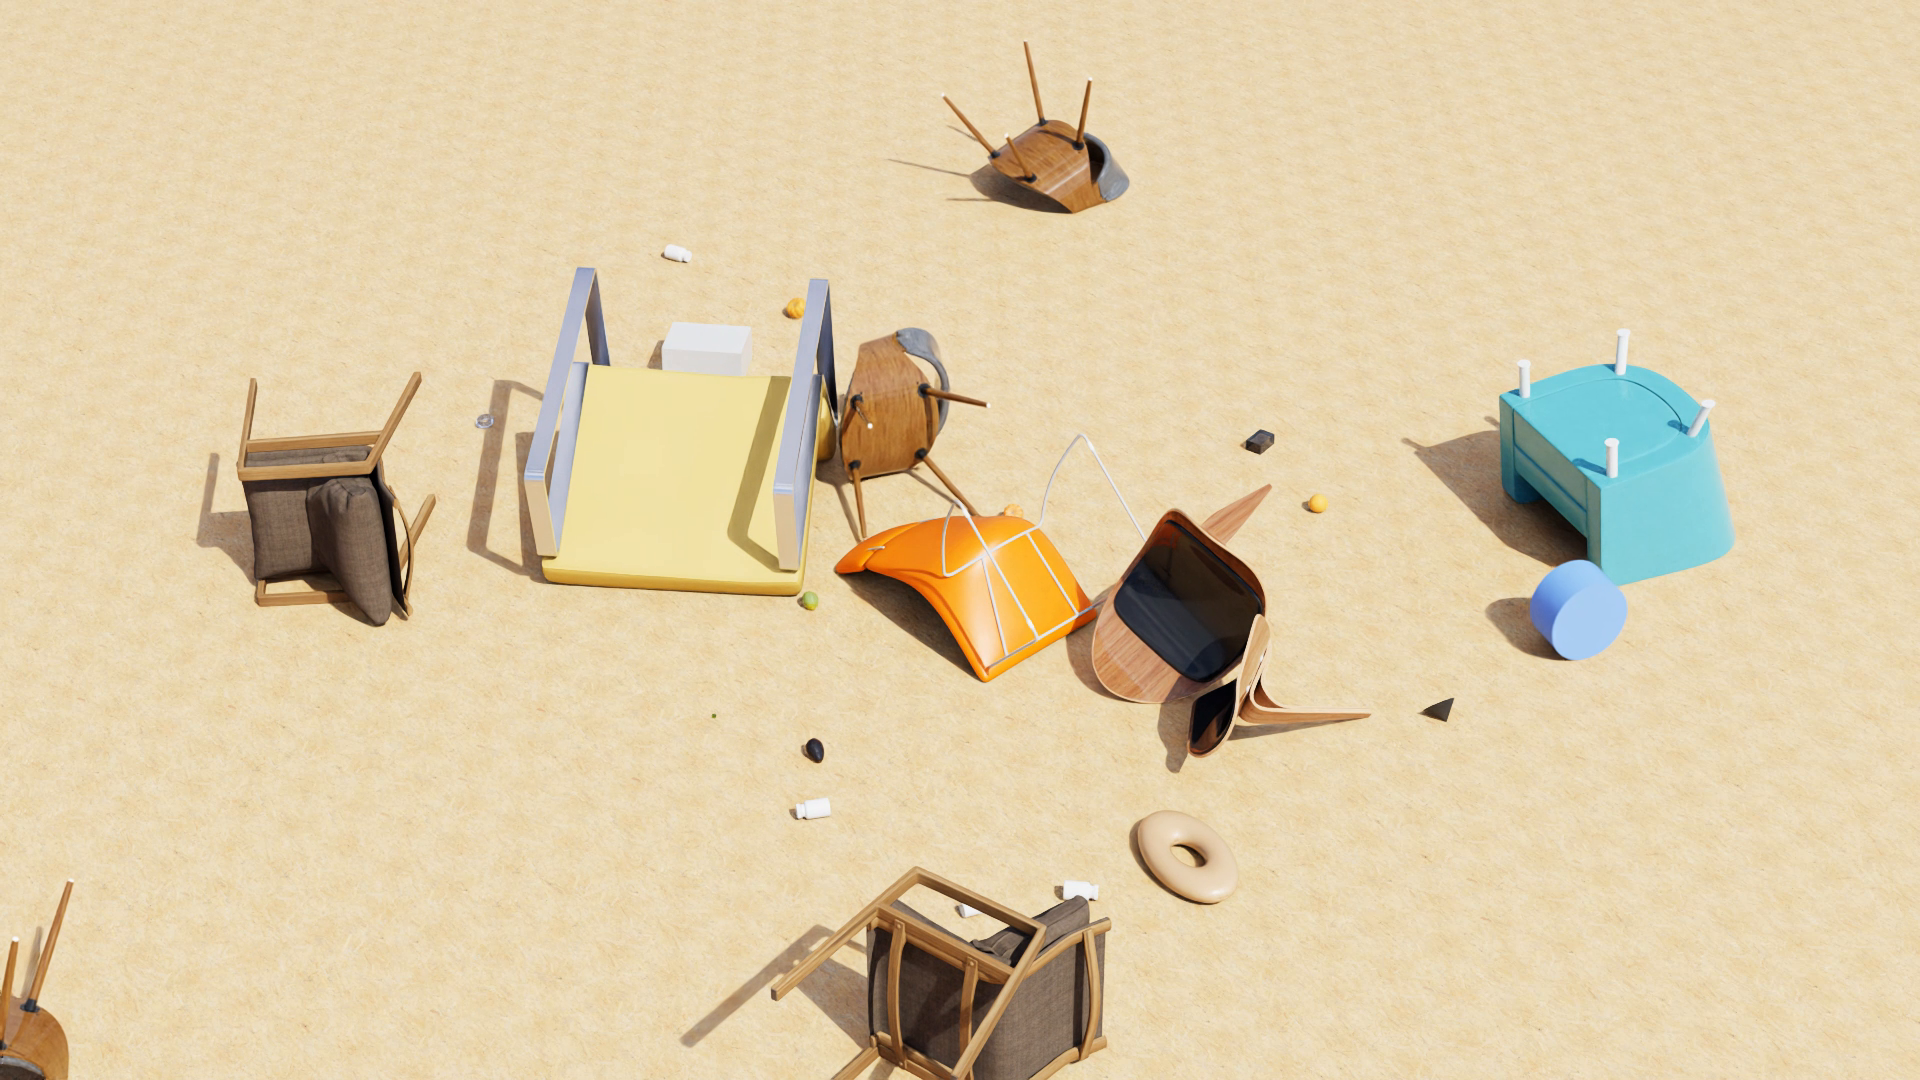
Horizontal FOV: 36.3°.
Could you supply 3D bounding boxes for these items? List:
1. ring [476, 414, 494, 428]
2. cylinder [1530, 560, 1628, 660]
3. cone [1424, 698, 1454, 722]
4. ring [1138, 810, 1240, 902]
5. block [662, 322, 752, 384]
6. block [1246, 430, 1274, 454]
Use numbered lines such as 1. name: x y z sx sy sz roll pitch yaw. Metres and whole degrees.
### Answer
1. ring: -1.886 -0.472 11.640 0.071 0.024 0.096 5 34 6
2. cylinder: 2.169 0.246 10.283 0.298 0.318 0.157 -16 36 -14
3. cone: 1.647 0.591 10.007 0.119 0.067 0.107 -27 -13 24
4. ring: 0.726 1.006 9.343 0.270 0.083 0.465 -15 36 -20
5. block: -1.031 -0.764 11.974 0.326 0.144 0.223 4 34 6
6. block: 1.176 -0.384 11.486 0.066 0.045 0.105 22 39 30
